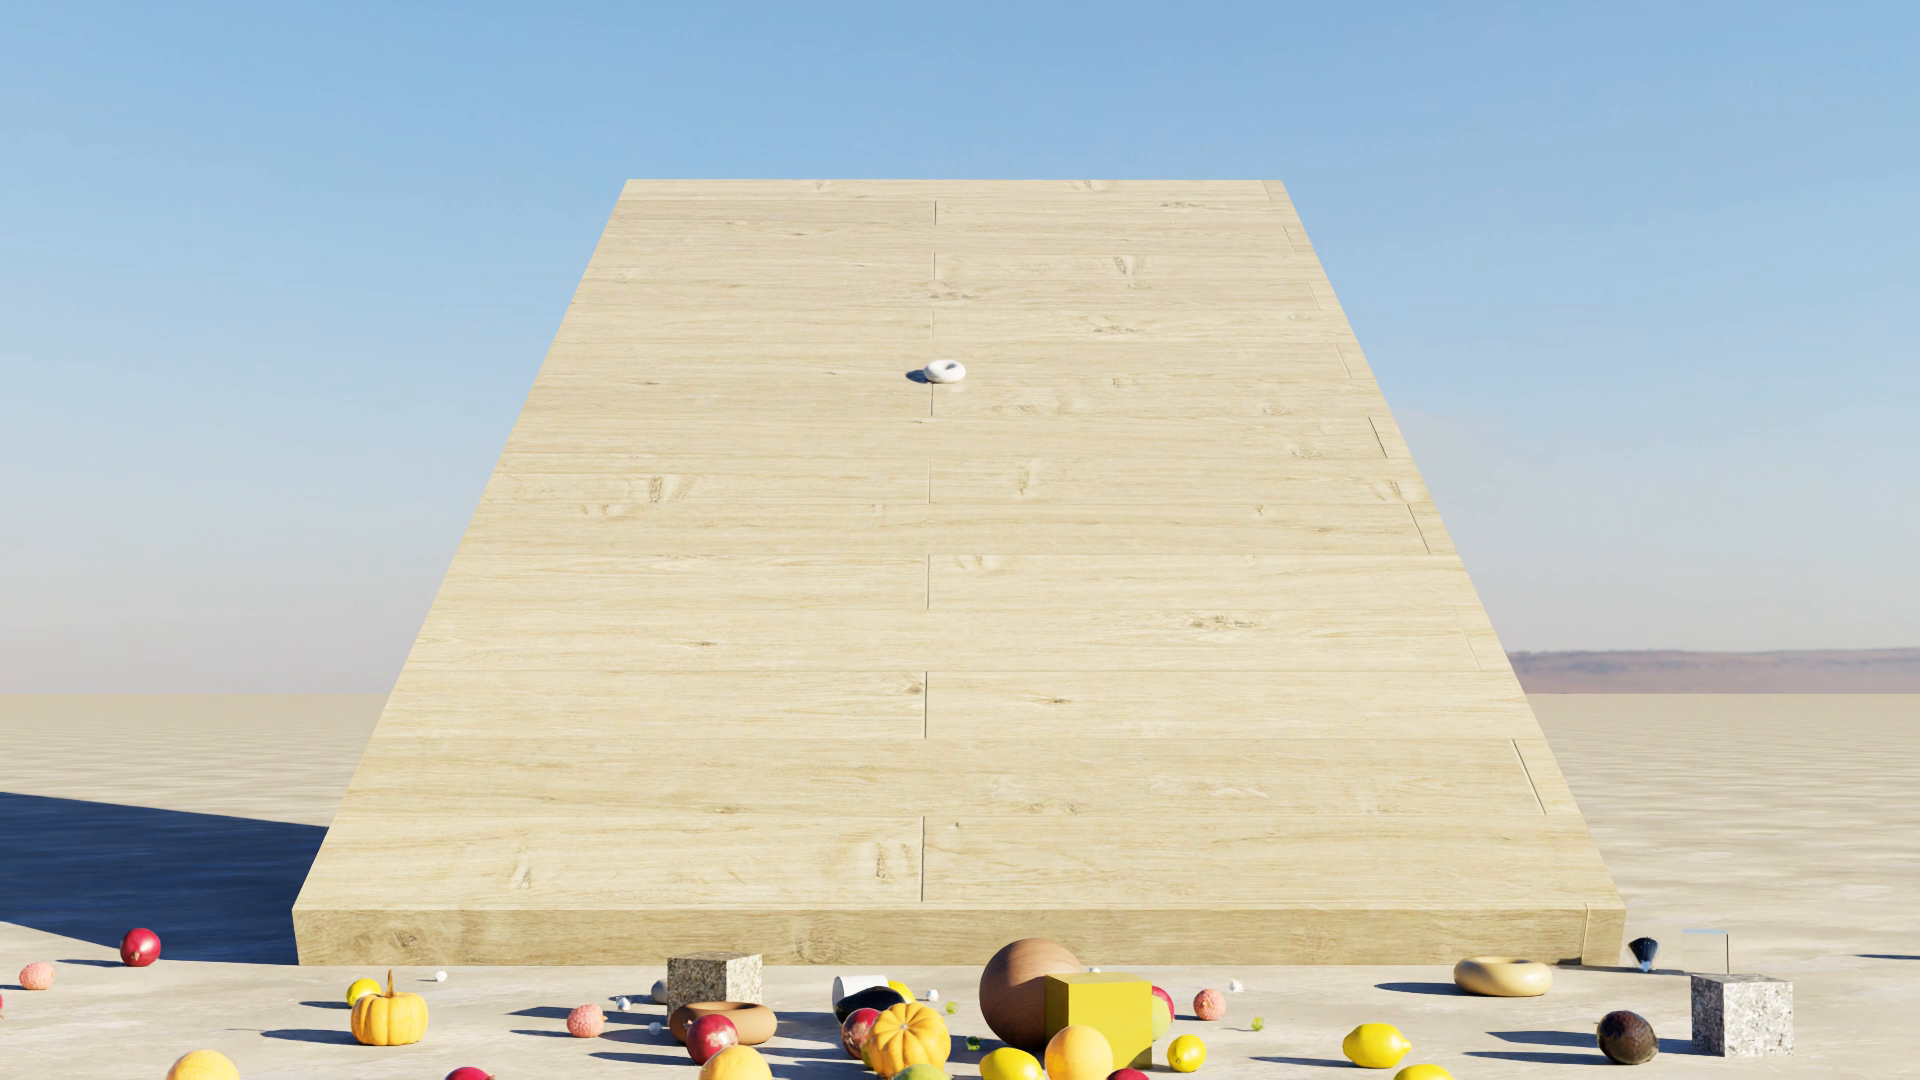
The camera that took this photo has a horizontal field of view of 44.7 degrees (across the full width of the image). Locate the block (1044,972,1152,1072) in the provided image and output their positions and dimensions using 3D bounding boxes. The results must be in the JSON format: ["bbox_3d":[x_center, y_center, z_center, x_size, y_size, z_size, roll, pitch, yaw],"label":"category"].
[{"bbox_3d":[0.154,0.539,2.616,0.096,0.096,0.096,1,-4,-14],"label":"block"}]

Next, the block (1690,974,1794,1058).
[{"bbox_3d":[0.907,0.551,2.708,0.083,0.083,0.083,1,-4,-8],"label":"block"}]

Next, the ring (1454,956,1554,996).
[{"bbox_3d":[0.751,0.603,3.226,0.135,0.045,0.135,1,-4,0],"label":"ring"}]

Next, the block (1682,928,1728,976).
[{"bbox_3d":[1.095,0.607,3.430,0.063,0.063,0.063,-1,-4,15],"label":"block"}]

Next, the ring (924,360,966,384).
[{"bbox_3d":[-0.037,-0.401,5.555,0.100,0.033,0.100,-1,26,0],"label":"ring"}]

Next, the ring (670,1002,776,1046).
[{"bbox_3d":[-0.282,0.576,2.780,0.128,0.043,0.128,1,-5,0],"label":"ring"}]

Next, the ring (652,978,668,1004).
[{"bbox_3d":[-0.368,0.604,3.127,0.092,0.031,0.092,-1,-4,0],"label":"ring"}]

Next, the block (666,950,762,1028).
[{"bbox_3d":[-0.307,0.563,2.916,0.086,0.086,0.086,-2,-4,25],"label":"block"}]

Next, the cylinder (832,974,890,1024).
[{"bbox_3d":[-0.125,0.578,2.940,0.059,0.059,0.059,-1,-3,-20],"label":"cylinder"}]

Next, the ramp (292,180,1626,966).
[{"bbox_3d":[-0.008,-0.229,5.338,2.000,0.100,4.000,0,24,0],"label":"ramp"}]
